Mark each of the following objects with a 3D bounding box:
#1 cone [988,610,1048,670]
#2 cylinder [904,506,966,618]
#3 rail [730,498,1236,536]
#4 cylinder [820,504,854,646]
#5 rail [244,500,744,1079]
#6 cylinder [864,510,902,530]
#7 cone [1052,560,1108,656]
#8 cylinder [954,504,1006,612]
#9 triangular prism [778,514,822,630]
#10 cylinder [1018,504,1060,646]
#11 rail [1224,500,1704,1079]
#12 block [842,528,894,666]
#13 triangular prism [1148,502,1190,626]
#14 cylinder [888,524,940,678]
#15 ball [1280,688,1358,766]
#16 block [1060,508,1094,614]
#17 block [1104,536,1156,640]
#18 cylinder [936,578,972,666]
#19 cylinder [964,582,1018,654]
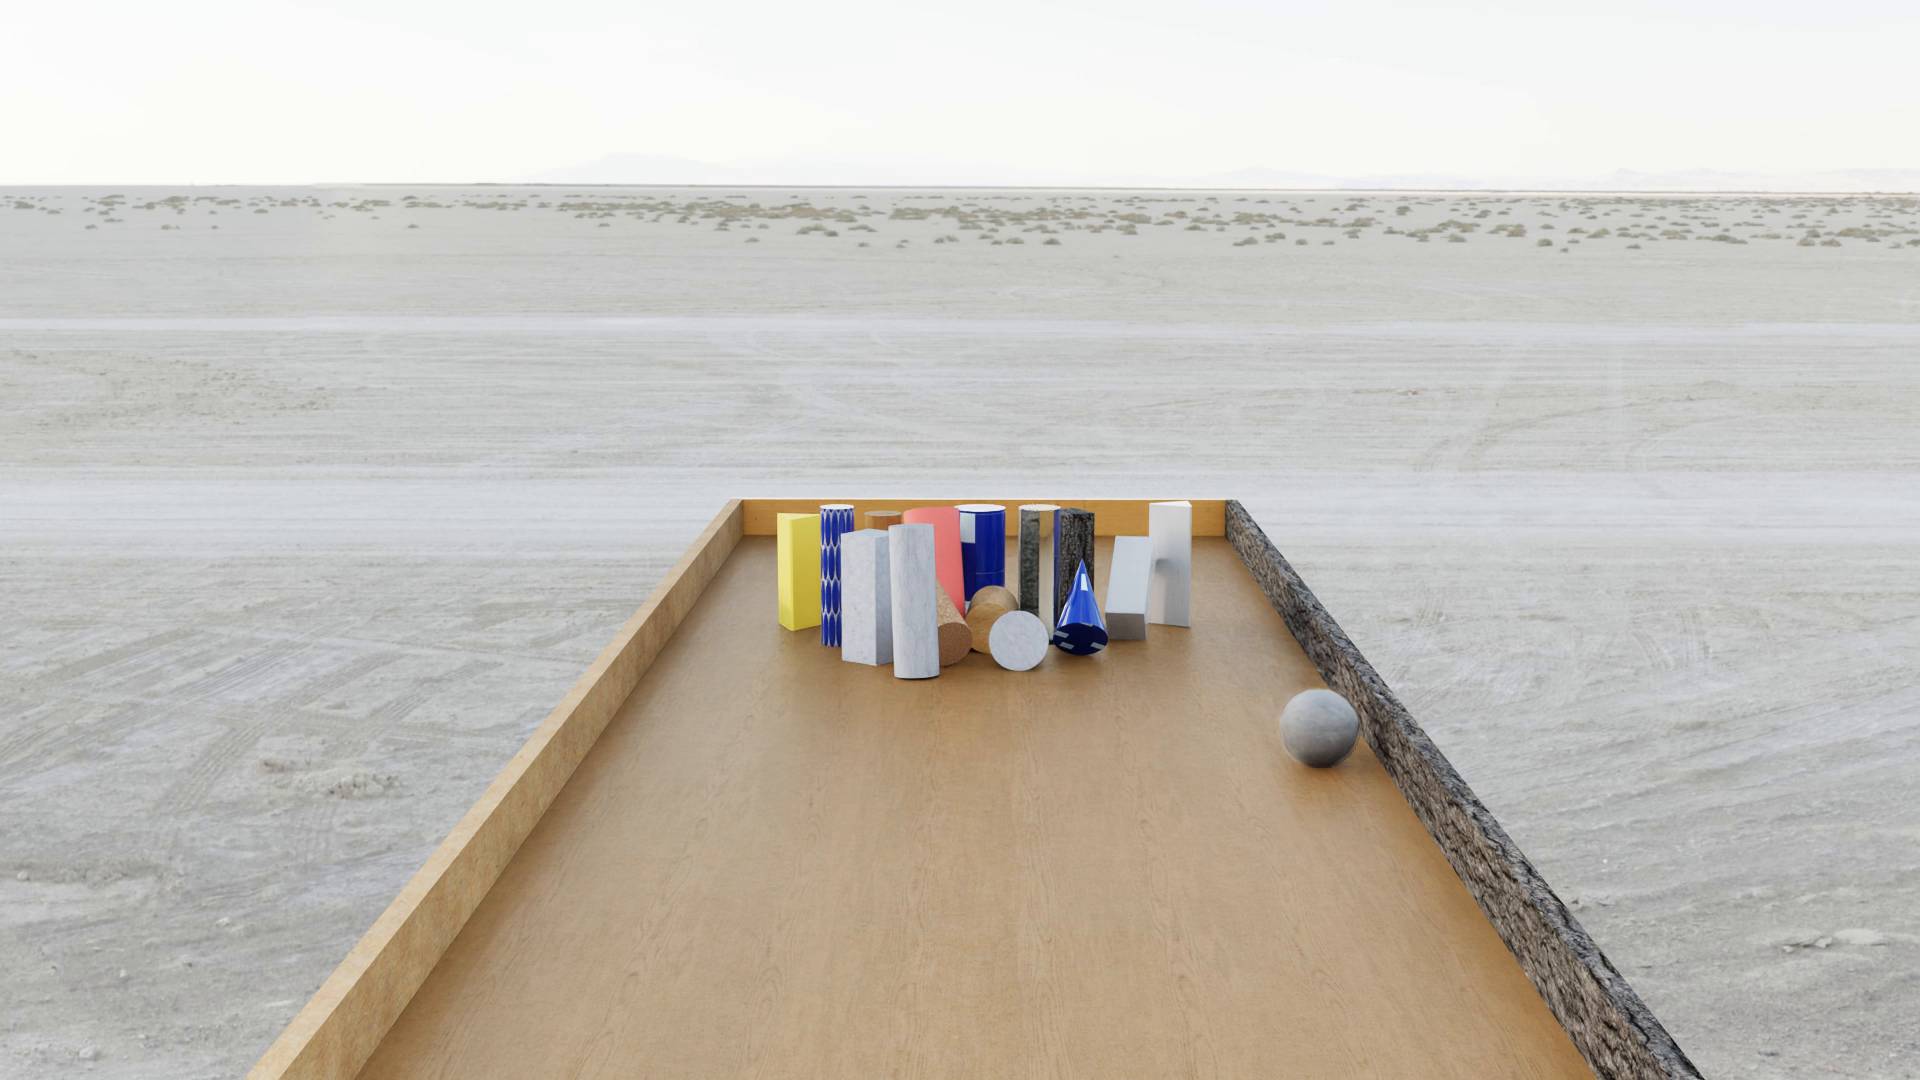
[{"bbox_3d":[0.199,0.316,6.733,0.179,0.179,0.365,1,-5,8],"label":"cone"},{"bbox_3d":[-0.079,0.101,7.007,0.178,0.393,0.178,-4,-6,0],"label":"cylinder"},{"bbox_3d":[0.099,-0.098,9.147,2.100,0.150,0.050,0,9,1],"label":"rail"},{"bbox_3d":[-0.384,0.111,6.913,0.107,0.436,0.107,0,9,0],"label":"cylinder"},{"bbox_3d":[-1.004,0.839,3.234,0.050,0.150,12.000,0,9,1],"label":"rail"},{"bbox_3d":[-0.251,0.100,7.175,0.123,0.377,0.123,0,9,0],"label":"cylinder"},{"bbox_3d":[0.376,0.179,6.805,0.168,0.168,0.316,1,51,4],"label":"cone"},{"bbox_3d":[0.064,0.089,7.197,0.170,0.392,0.170,0,9,0],"label":"cylinder"},{"bbox_3d":[-0.548,0.099,7.216,0.126,0.365,0.146,7,12,39],"label":"triangular prism"},{"bbox_3d":[0.250,0.110,6.946,0.133,0.429,0.133,0,9,0],"label":"cylinder"},{"bbox_3d":[1.046,0.843,3.208,0.050,0.150,12.000,0,9,1],"label":"rail"},{"bbox_3d":[-0.266,0.172,6.682,0.133,0.389,0.133,7,11,36],"label":"block"},{"bbox_3d":[0.719,0.075,7.267,0.150,0.396,0.130,5,9,31],"label":"triangular prism"},{"bbox_3d":[-0.135,0.177,6.456,0.134,0.441,0.134,-2,5,0],"label":"cylinder"},{"bbox_3d":[0.890,0.465,5.459,0.193,0.193,0.193,0,9,0],"label":"ball"},{"bbox_3d":[0.348,0.097,7.179,0.131,0.382,0.131,-5,10,-27],"label":"block"},{"bbox_3d":[0.550,0.153,7.083,0.124,0.124,0.341,2,45,11],"label":"block"},{"bbox_3d":[-0.098,0.217,6.727,0.157,0.157,0.369,-4,32,-22],"label":"cylinder"},{"bbox_3d":[0.099,0.249,6.930,0.160,0.160,0.307,1,14,6],"label":"cylinder"}]
